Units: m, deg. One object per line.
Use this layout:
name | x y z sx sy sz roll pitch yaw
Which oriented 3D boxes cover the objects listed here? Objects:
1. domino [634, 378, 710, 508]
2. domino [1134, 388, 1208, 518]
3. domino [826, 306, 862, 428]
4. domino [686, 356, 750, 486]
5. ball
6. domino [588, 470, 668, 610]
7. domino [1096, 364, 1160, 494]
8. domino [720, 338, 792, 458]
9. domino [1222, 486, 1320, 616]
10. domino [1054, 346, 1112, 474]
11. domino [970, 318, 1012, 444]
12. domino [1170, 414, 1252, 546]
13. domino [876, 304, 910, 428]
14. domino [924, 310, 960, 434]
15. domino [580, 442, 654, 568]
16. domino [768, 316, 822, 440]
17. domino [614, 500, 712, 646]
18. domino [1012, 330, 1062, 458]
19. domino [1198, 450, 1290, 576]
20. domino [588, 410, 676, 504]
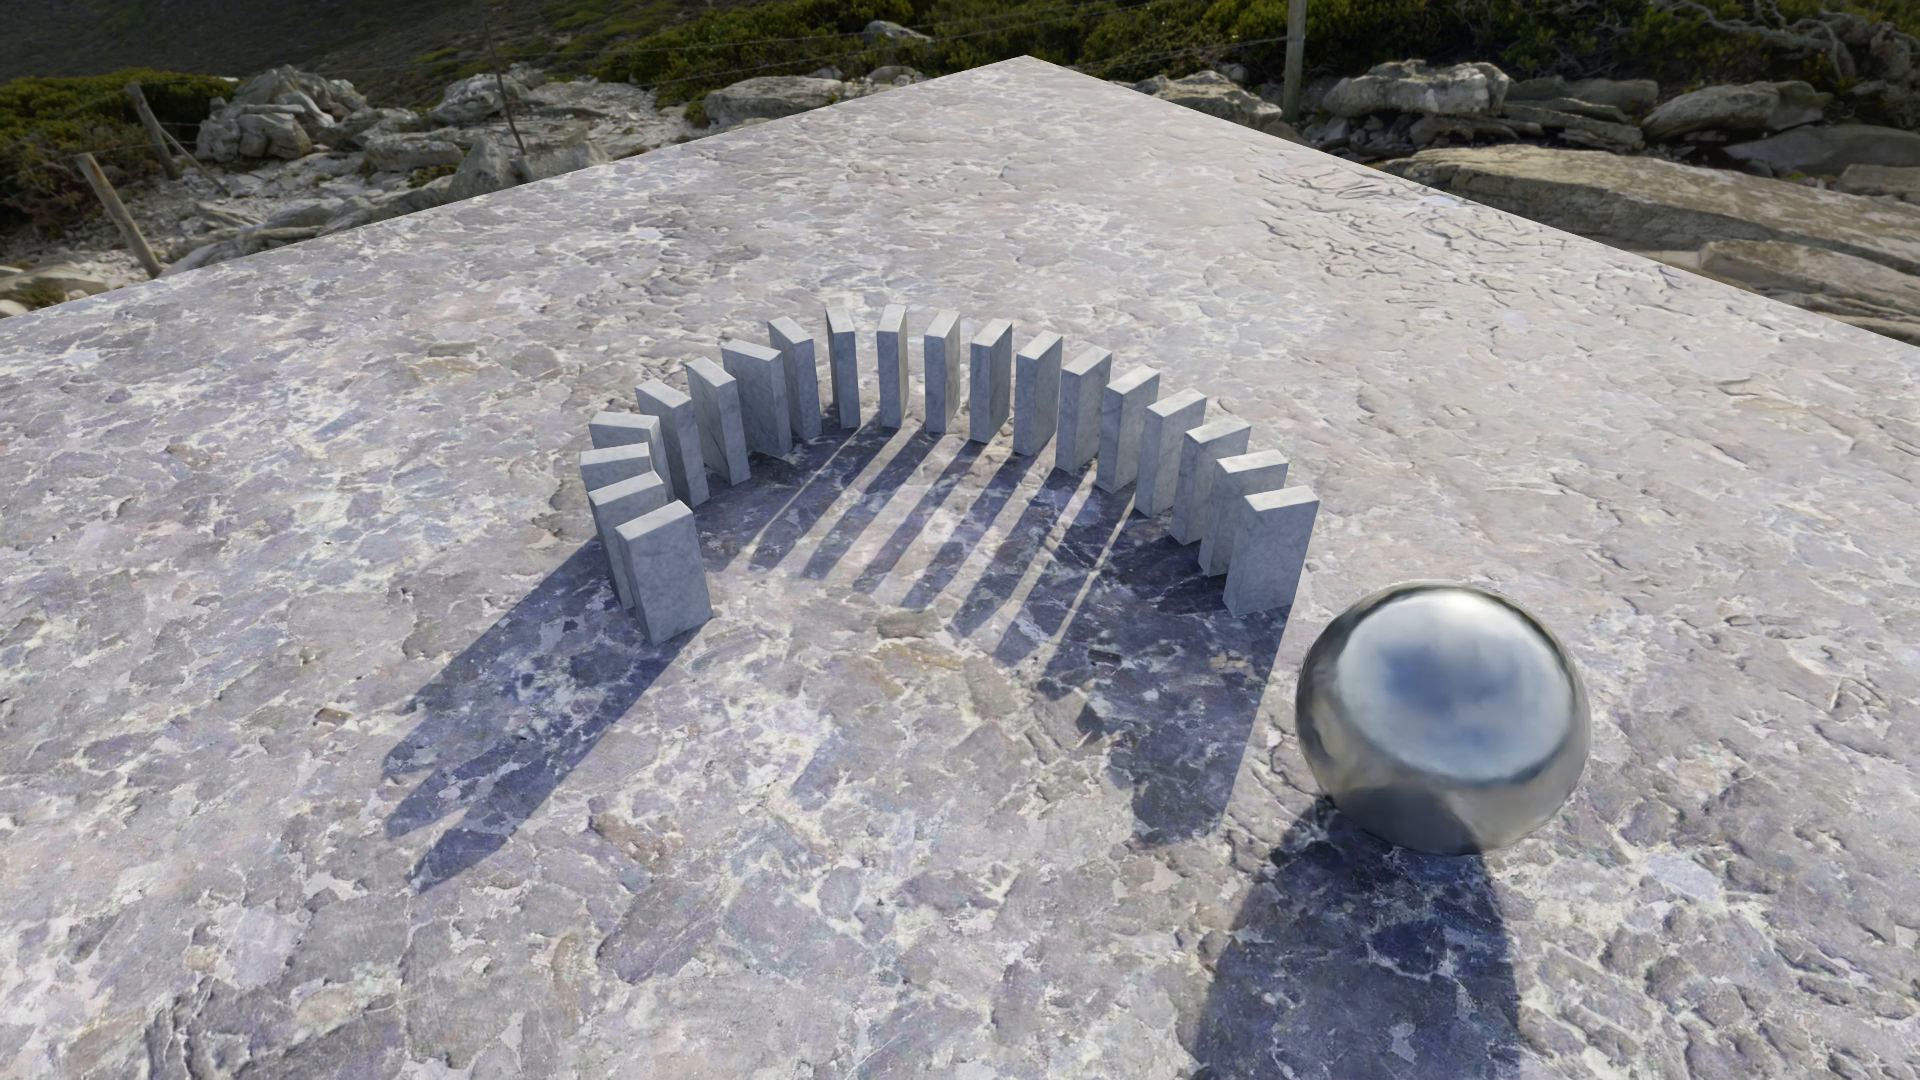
domino | -0.120 -0.040 0.461 0.025 0.050 0.009 28 47 30
domino | 0.087 -0.036 0.455 0.025 0.050 0.010 -26 46 -28
domino | -0.054 -0.080 0.509 0.010 0.050 0.025 -9 40 -10
domino | -0.104 -0.051 0.474 0.010 0.050 0.025 -29 47 -30
ball | 0.140 0.052 0.325 0.080 0.080 0.080 0 39 0
domino | -0.120 0.001 0.411 0.025 0.050 0.009 -23 44 -25
domino | 0.071 -0.047 0.469 0.010 0.050 0.025 32 49 33
domino | -0.090 -0.062 0.488 0.025 0.050 0.010 18 43 20
domino | 0.114 0.004 0.406 0.025 0.050 0.009 -10 40 -12
domino | 0.054 -0.057 0.481 0.010 0.050 0.025 26 46 29
domino | 0.014 -0.072 0.499 0.010 0.050 0.025 16 42 19
domino | 0.100 -0.024 0.440 0.025 0.050 0.010 -20 43 -22
domino | -0.031 -0.080 0.509 0.009 0.050 0.025 4 40 5
domino | -0.008 -0.077 0.506 0.009 0.050 0.025 10 40 12
domino | -0.129 -0.013 0.427 0.025 0.050 0.009 -10 40 -12
domino | -0.075 -0.074 0.501 0.009 0.050 0.025 -24 45 -26
domino | -0.106 0.012 0.396 0.025 0.050 0.009 -28 47 -30
domino | 0.035 -0.065 0.491 0.009 0.050 0.025 21 44 24
domino | 0.109 -0.010 0.424 0.025 0.050 0.010 -10 40 -12
domino | -0.131 -0.027 0.445 0.025 0.050 0.010 6 40 7
